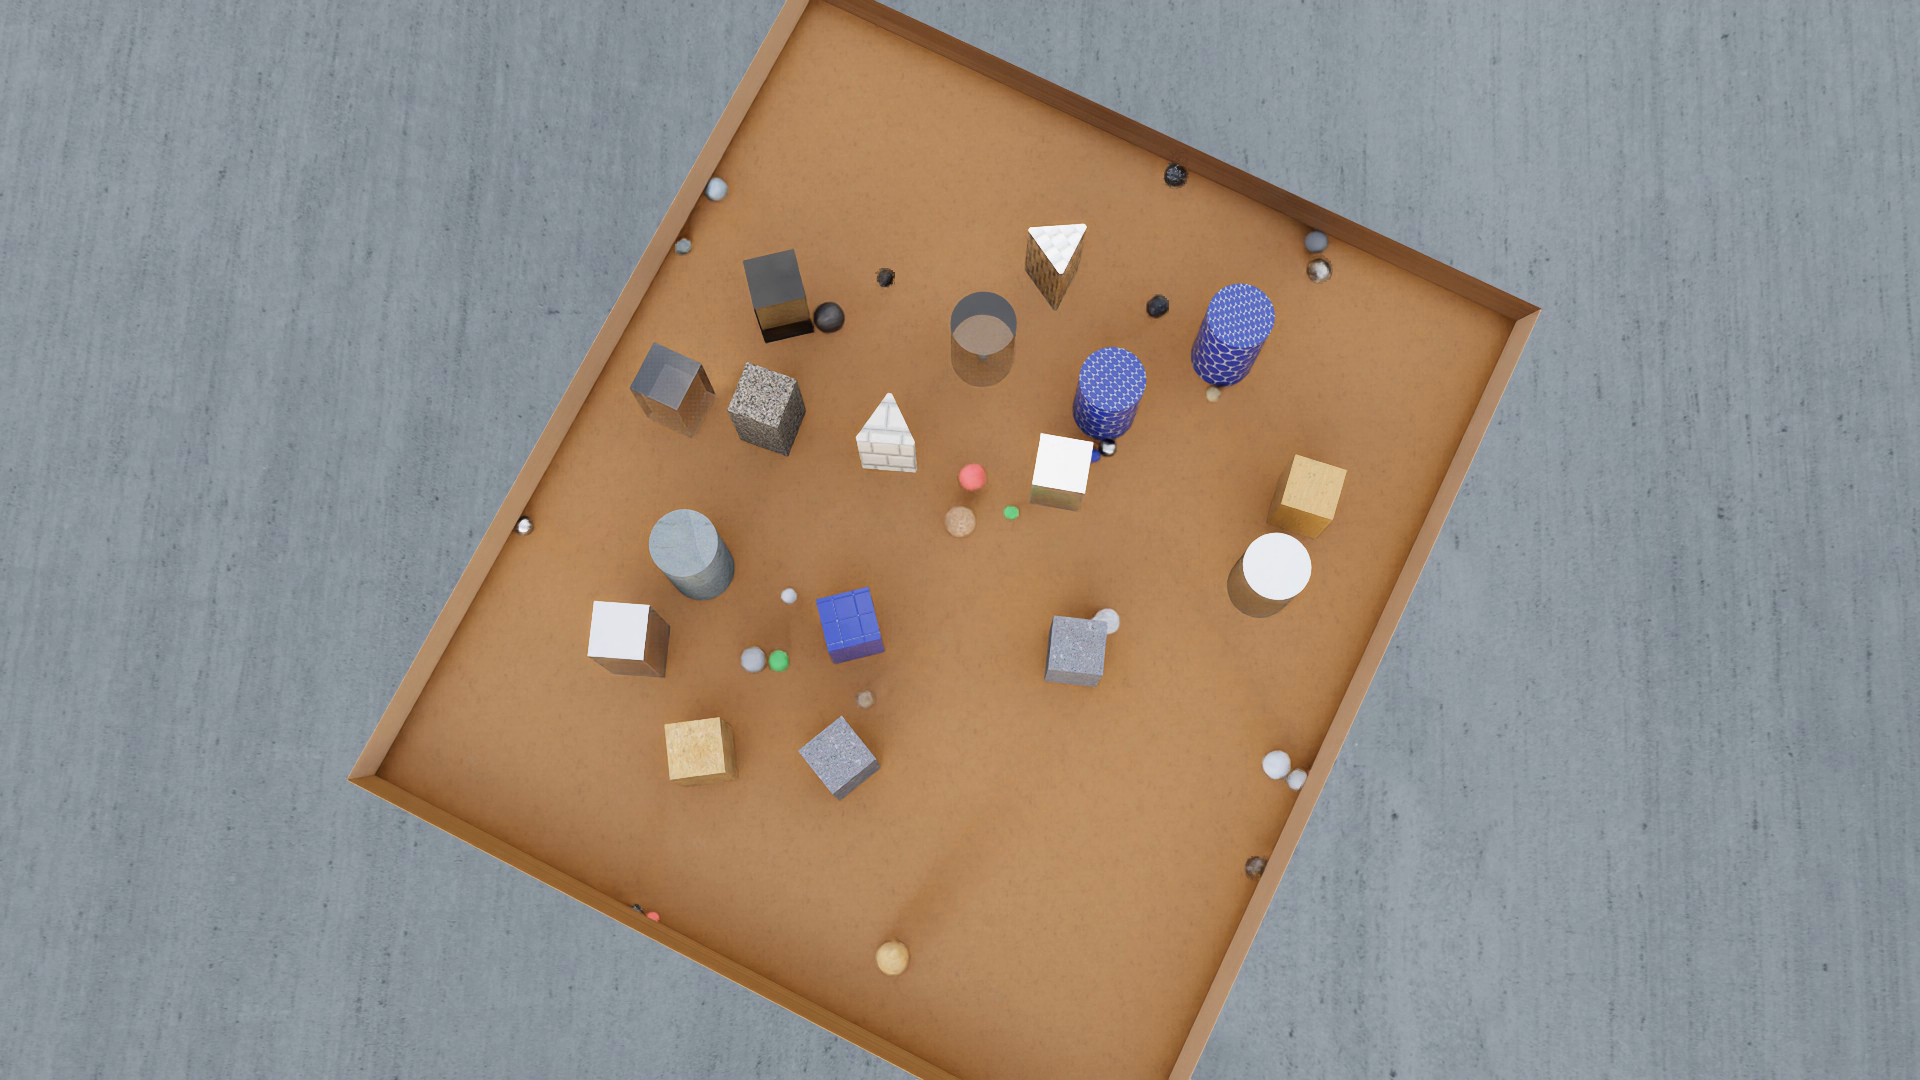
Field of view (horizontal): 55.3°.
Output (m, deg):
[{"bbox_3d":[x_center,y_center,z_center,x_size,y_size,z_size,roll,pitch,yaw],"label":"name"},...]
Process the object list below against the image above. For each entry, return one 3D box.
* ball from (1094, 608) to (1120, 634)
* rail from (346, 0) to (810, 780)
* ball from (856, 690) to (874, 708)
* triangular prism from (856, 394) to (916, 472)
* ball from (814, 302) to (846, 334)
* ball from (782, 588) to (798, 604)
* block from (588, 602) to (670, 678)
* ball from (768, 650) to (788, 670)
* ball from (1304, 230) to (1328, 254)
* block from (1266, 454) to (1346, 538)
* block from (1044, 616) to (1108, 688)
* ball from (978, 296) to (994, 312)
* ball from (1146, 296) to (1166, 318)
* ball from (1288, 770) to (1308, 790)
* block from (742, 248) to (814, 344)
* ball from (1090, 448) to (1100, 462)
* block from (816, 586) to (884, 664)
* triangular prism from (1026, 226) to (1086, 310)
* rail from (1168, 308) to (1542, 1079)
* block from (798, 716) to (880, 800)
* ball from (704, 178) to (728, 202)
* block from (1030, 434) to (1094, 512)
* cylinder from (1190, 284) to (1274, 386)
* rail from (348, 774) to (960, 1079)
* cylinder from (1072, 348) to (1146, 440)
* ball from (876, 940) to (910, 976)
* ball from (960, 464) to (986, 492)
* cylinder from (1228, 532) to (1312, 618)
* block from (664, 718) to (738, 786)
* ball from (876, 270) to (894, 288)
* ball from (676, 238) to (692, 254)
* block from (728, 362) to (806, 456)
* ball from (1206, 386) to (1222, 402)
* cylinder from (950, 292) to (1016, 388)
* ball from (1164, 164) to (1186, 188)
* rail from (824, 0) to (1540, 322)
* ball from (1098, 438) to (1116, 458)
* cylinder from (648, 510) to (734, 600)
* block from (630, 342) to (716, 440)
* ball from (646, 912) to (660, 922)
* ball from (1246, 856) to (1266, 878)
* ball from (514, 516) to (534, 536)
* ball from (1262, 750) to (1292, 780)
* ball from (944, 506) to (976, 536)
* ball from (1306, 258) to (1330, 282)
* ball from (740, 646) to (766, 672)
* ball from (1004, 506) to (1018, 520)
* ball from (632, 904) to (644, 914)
[{"bbox_3d":[0.441,0.246,5.526,0.078,0.078,0.078,0,78,0],"label":"ball"},{"bbox_3d":[-1.122,-0.543,5.663,0.045,0.128,2.890,26,80,5],"label":"rail"},{"bbox_3d":[-0.282,0.476,5.490,0.055,0.055,0.055,0,78,0],"label":"ball"},{"bbox_3d":[-0.212,-0.325,5.513,0.170,0.334,0.147,5,78,1],"label":"triangular prism"},{"bbox_3d":[-0.407,-0.693,5.710,0.097,0.097,0.097,0,78,0],"label":"ball"},{"bbox_3d":[-0.518,0.171,5.557,0.048,0.048,0.048,0,78,0],"label":"ball"},{"bbox_3d":[-0.963,0.294,5.357,0.157,0.389,0.157,4,78,1],"label":"block"},{"bbox_3d":[-0.546,0.362,5.511,0.061,0.061,0.061,0,78,0],"label":"ball"},{"bbox_3d":[1.121,-0.940,5.774,0.073,0.073,0.073,0,78,0],"label":"ball"},{"bbox_3d":[1.038,-0.128,5.505,0.157,0.270,0.157,18,79,4],"label":"block"},{"bbox_3d":[0.340,0.331,5.408,0.157,0.274,0.157,6,78,1],"label":"block"},{"bbox_3d":[0.081,-0.741,5.744,0.051,0.051,0.051,0,78,0],"label":"ball"},{"bbox_3d":[0.615,-0.729,5.734,0.065,0.065,0.065,0,78,0],"label":"ball"},{"bbox_3d":[1.003,0.711,5.438,0.062,0.062,0.062,0,78,0],"label":"ball"},{"bbox_3d":[-0.552,-0.742,5.603,0.157,0.328,0.157,-13,79,-3],"label":"block"},{"bbox_3d":[0.410,-0.260,5.649,0.043,0.043,0.043,0,78,0],"label":"ball"},{"bbox_3d":[-0.323,0.255,5.426,0.157,0.269,0.157,-14,79,-3],"label":"block"},{"bbox_3d":[0.314,-0.865,5.623,0.147,0.337,0.170,-33,80,-6],"label":"triangular prism"},{"bbox_3d":[1.122,0.556,5.435,0.045,0.128,2.890,26,80,5],"label":"rail"},{"bbox_3d":[-0.347,0.638,5.326,0.157,0.311,0.157,-39,81,-7],"label":"block"},{"bbox_3d":[-0.772,-1.111,5.809,0.074,0.074,0.074,0,78,0],"label":"ball"},{"bbox_3d":[0.304,-0.201,5.529,0.157,0.253,0.157,10,78,2],"label":"block"},{"bbox_3d":[0.820,-0.614,5.540,0.196,0.398,0.196,0,78,0],"label":"cylinder"},{"bbox_3d":[-0.636,1.252,5.291,2.557,0.128,0.045,26,80,5],"label":"rail"},{"bbox_3d":[0.448,-0.438,5.537,0.196,0.334,0.196,0,78,0],"label":"cylinder"},{"bbox_3d":[-0.194,1.212,5.316,0.098,0.098,0.098,0,78,0],"label":"ball"},{"bbox_3d":[0.040,-0.191,5.614,0.084,0.084,0.084,0,78,0],"label":"ball"},{"bbox_3d":[0.912,0.108,5.428,0.196,0.325,0.196,0,78,0],"label":"cylinder"},{"bbox_3d":[-0.752,0.620,5.339,0.157,0.293,0.157,-7,78,-2],"label":"block"},{"bbox_3d":[-0.235,-0.820,5.759,0.053,0.053,0.053,0,78,0],"label":"ball"},{"bbox_3d":[-0.872,-0.927,5.783,0.050,0.050,0.050,0,78,0],"label":"ball"},{"bbox_3d":[-0.579,-0.390,5.524,0.157,0.339,0.157,20,79,4],"label":"block"},{"bbox_3d":[0.787,-0.451,5.686,0.047,0.047,0.047,0,78,0],"label":"ball"},{"bbox_3d":[0.070,-0.607,5.572,0.196,0.332,0.196,0,78,0],"label":"cylinder"},{"bbox_3d":[0.682,-1.157,5.820,0.071,0.071,0.071,0,78,0],"label":"ball"},{"bbox_3d":[0.636,-1.238,5.807,2.557,0.128,0.045,26,80,5],"label":"rail"},{"bbox_3d":[0.454,-0.284,5.646,0.057,0.057,0.057,0,78,0],"label":"ball"},{"bbox_3d":[-0.787,0.048,5.404,0.196,0.396,0.196,0,78,0],"label":"cylinder"},{"bbox_3d":[-0.864,-0.448,5.541,0.157,0.330,0.157,25,79,5],"label":"block"},{"bbox_3d":[-0.901,1.110,5.366,0.041,0.041,0.041,0,78,0],"label":"ball"},{"bbox_3d":[0.871,0.963,5.384,0.065,0.065,0.065,0,78,0],"label":"ball"},{"bbox_3d":[-1.331,-0.043,5.595,0.061,0.061,0.061,0,78,0],"label":"ball"},{"bbox_3d":[0.941,0.667,5.436,0.084,0.084,0.084,0,78,0],"label":"ball"},{"bbox_3d":[0.000,-0.058,5.581,0.094,0.094,0.094,0,78,0],"label":"ball"},{"bbox_3d":[1.126,-0.847,5.755,0.073,0.073,0.073,0,78,0],"label":"ball"},{"bbox_3d":[-0.621,0.358,5.504,0.076,0.076,0.076,0,78,0],"label":"ball"},{"bbox_3d":[0.158,-0.083,5.612,0.043,0.043,0.043,0,78,0],"label":"ball"},{"bbox_3d":[-0.947,1.088,5.371,0.041,0.041,0.041,0,78,0],"label":"ball"}]
